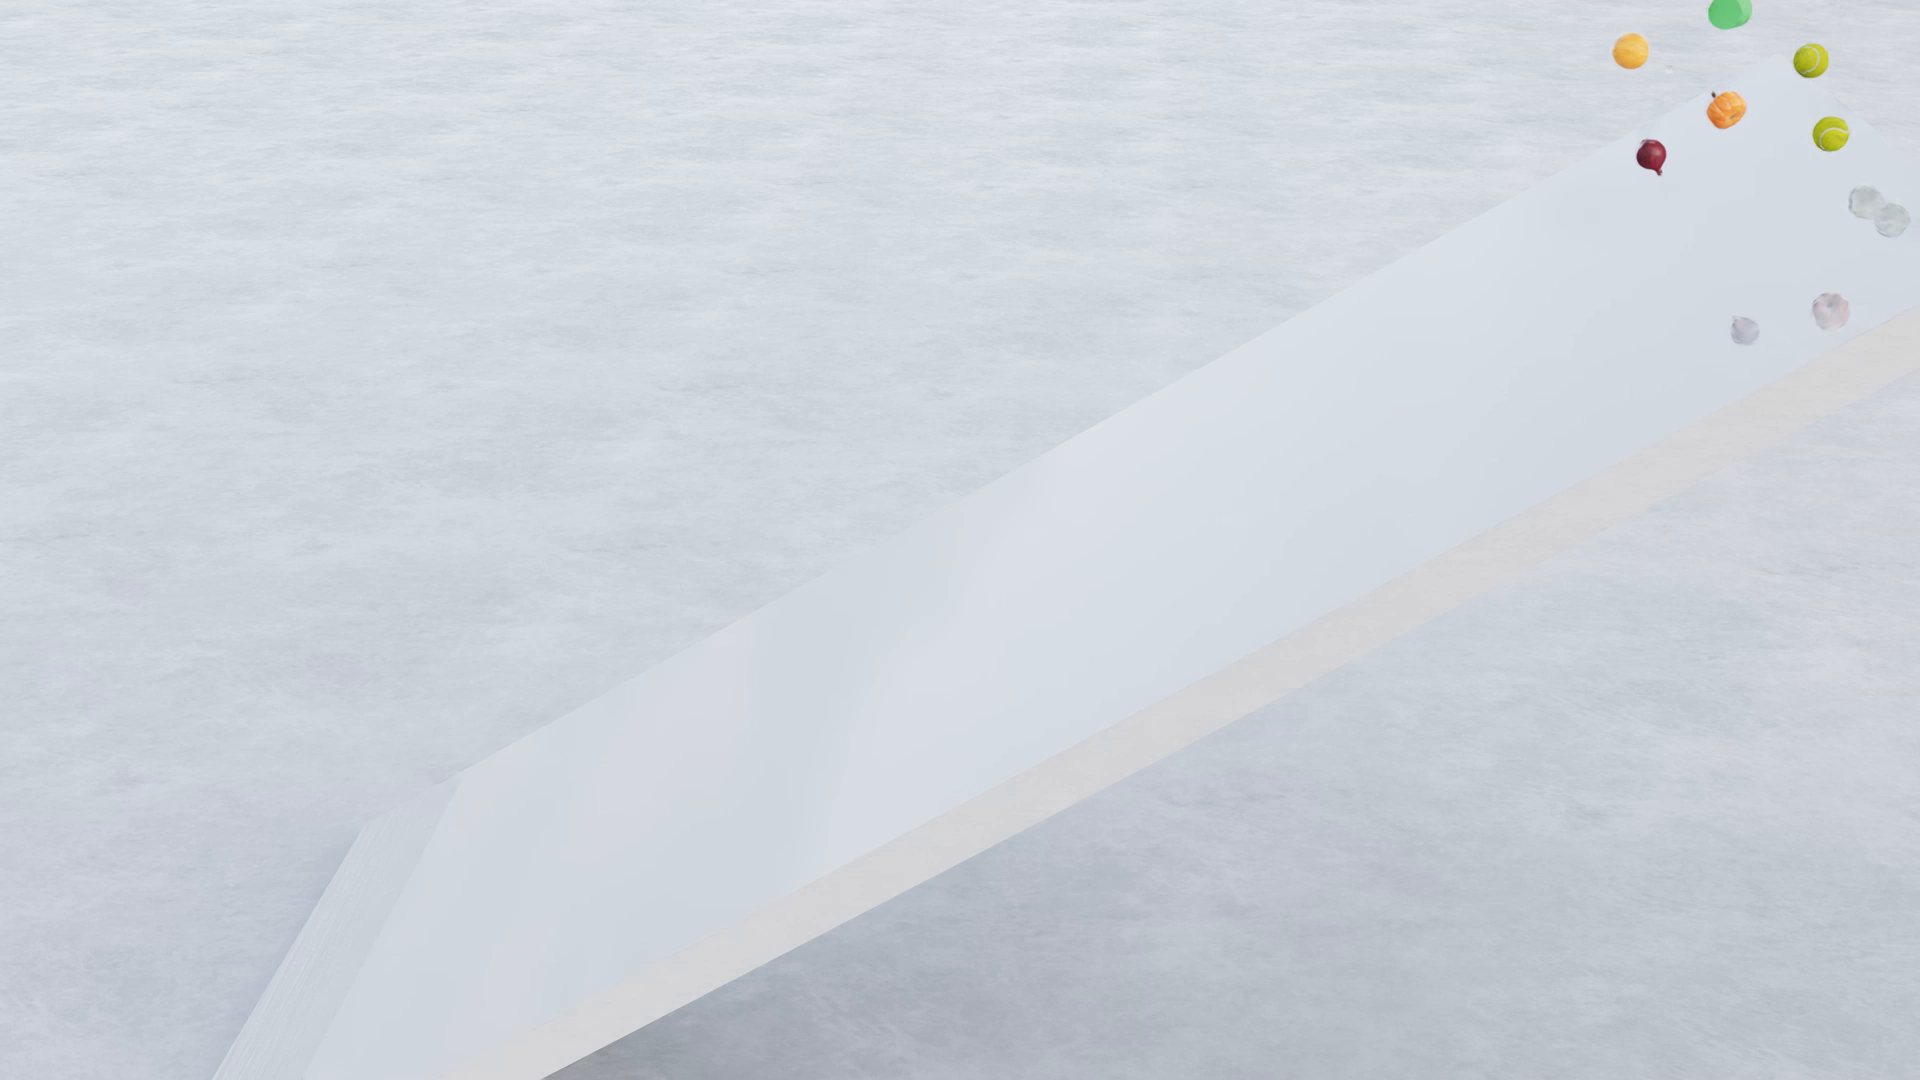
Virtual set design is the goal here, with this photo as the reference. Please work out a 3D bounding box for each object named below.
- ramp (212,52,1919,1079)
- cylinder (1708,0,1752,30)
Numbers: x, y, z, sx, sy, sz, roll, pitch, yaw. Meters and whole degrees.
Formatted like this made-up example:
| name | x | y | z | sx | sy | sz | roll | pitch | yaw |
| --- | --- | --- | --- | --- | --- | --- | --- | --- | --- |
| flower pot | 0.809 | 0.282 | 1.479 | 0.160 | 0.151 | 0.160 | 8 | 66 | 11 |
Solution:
| name | x | y | z | sx | sy | sz | roll | pitch | yaw |
| --- | --- | --- | --- | --- | --- | --- | --- | --- | --- |
| ramp | 0.142 | 0.168 | 6.286 | 4.000 | 0.100 | 2.000 | -29 | 15 | 12 |
| cylinder | 1.495 | -1.026 | 5.710 | 0.066 | 0.066 | 0.066 | 11 | 19 | 30 |
